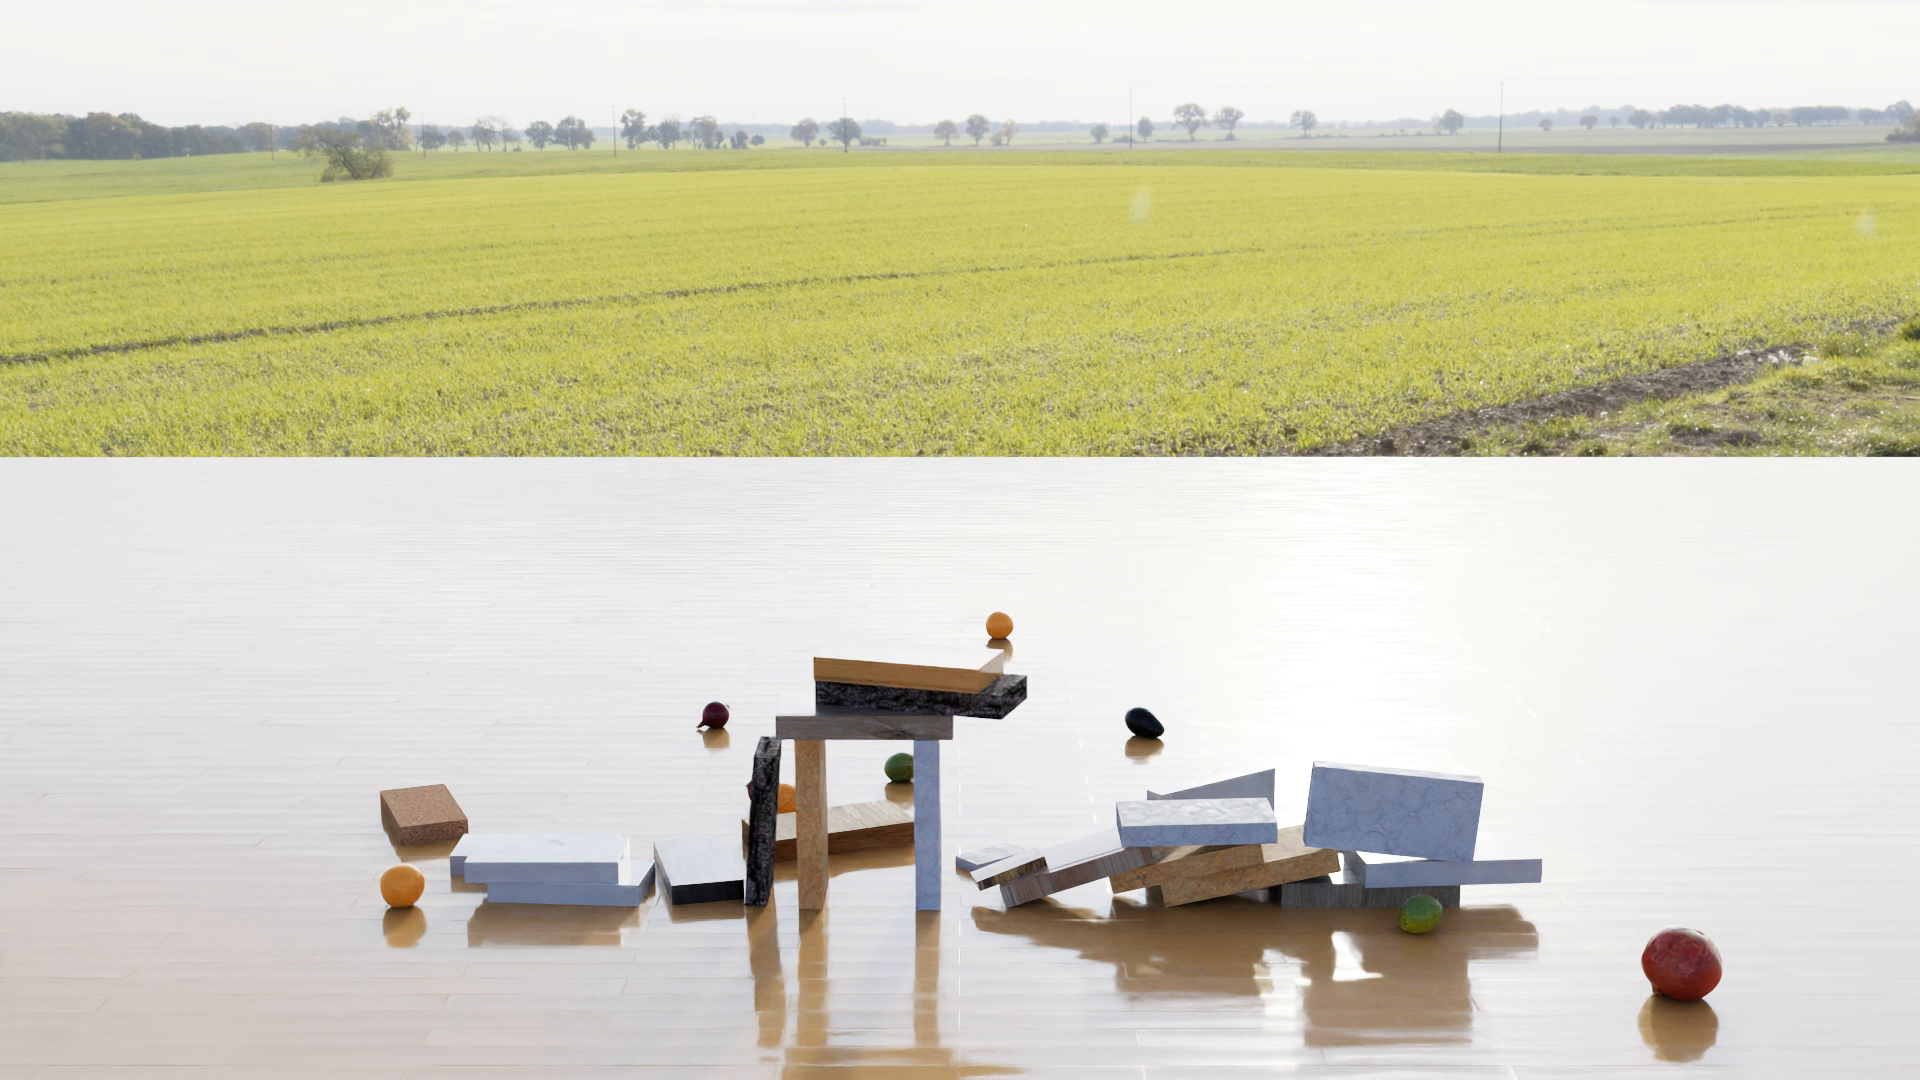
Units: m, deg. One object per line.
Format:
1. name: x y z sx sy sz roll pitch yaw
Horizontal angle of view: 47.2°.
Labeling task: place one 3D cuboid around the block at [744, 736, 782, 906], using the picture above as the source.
1. block: -0.326 0.465 3.645 0.036 0.253 0.126 4 11 0

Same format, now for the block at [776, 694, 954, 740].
1. block: -0.154 0.290 3.610 0.285 0.040 0.143 0 11 0

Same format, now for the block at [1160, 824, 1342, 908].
1. block: 0.476 0.538 3.664 0.293 0.042 0.147 -12 10 3

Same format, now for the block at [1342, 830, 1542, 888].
1. block: 0.799 0.530 3.653 0.293 0.042 0.147 -1 11 -5

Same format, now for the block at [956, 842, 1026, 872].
1. block: 0.057 0.553 3.822 0.120 0.017 0.060 -8 13 -38

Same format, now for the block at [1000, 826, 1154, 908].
1. block: 0.191 0.536 3.648 0.252 0.036 0.126 -18 10 5

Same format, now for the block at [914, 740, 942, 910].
1. block: -0.053 0.451 3.635 0.040 0.285 0.143 -1 11 0

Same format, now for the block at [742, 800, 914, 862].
1. block: -0.233 0.520 3.935 0.283 0.040 0.141 -5 12 -24

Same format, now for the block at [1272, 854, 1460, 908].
1. block: 0.672 0.568 3.672 0.293 0.042 0.147 0 11 -1

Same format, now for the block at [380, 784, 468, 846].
1. block: -0.987 0.503 4.044 0.120 0.034 0.239 -4 11 -23

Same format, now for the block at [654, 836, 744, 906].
1. block: -0.446 0.560 3.739 0.120 0.034 0.239 -3 11 -15

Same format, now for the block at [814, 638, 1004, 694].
1. block: -0.084 0.206 3.621 0.283 0.040 0.141 3 11 18

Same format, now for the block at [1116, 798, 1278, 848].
1. block: 0.387 0.463 3.613 0.252 0.036 0.126 -1 12 0

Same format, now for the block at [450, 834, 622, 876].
1. block: -0.734 0.545 3.818 0.276 0.034 0.120 0 11 -1

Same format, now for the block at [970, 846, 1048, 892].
1. block: 0.081 0.545 3.646 0.120 0.017 0.060 -20 10 -7

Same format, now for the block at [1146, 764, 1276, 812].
1. block: 0.442 0.485 3.862 0.273 0.136 0.039 -8 13 -36

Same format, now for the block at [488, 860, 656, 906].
1. block: -0.648 0.570 3.677 0.253 0.036 0.126 1 11 4

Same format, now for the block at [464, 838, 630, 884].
1. block: -0.687 0.535 3.672 0.253 0.036 0.126 0 11 0

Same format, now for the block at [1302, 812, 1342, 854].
1. block: 0.749 0.527 3.902 0.273 0.039 0.136 1 11 6

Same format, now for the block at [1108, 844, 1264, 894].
1. block: 0.373 0.522 3.646 0.252 0.036 0.126 -13 10 7

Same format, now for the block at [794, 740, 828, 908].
1. block: -0.245 0.450 3.640 0.040 0.285 0.143 -1 11 0

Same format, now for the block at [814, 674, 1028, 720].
1. block: -0.063 0.246 3.623 0.321 0.040 0.141 4 11 18

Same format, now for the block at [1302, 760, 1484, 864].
1. block: 0.703 0.441 3.575 0.273 0.136 0.039 6 11 1
